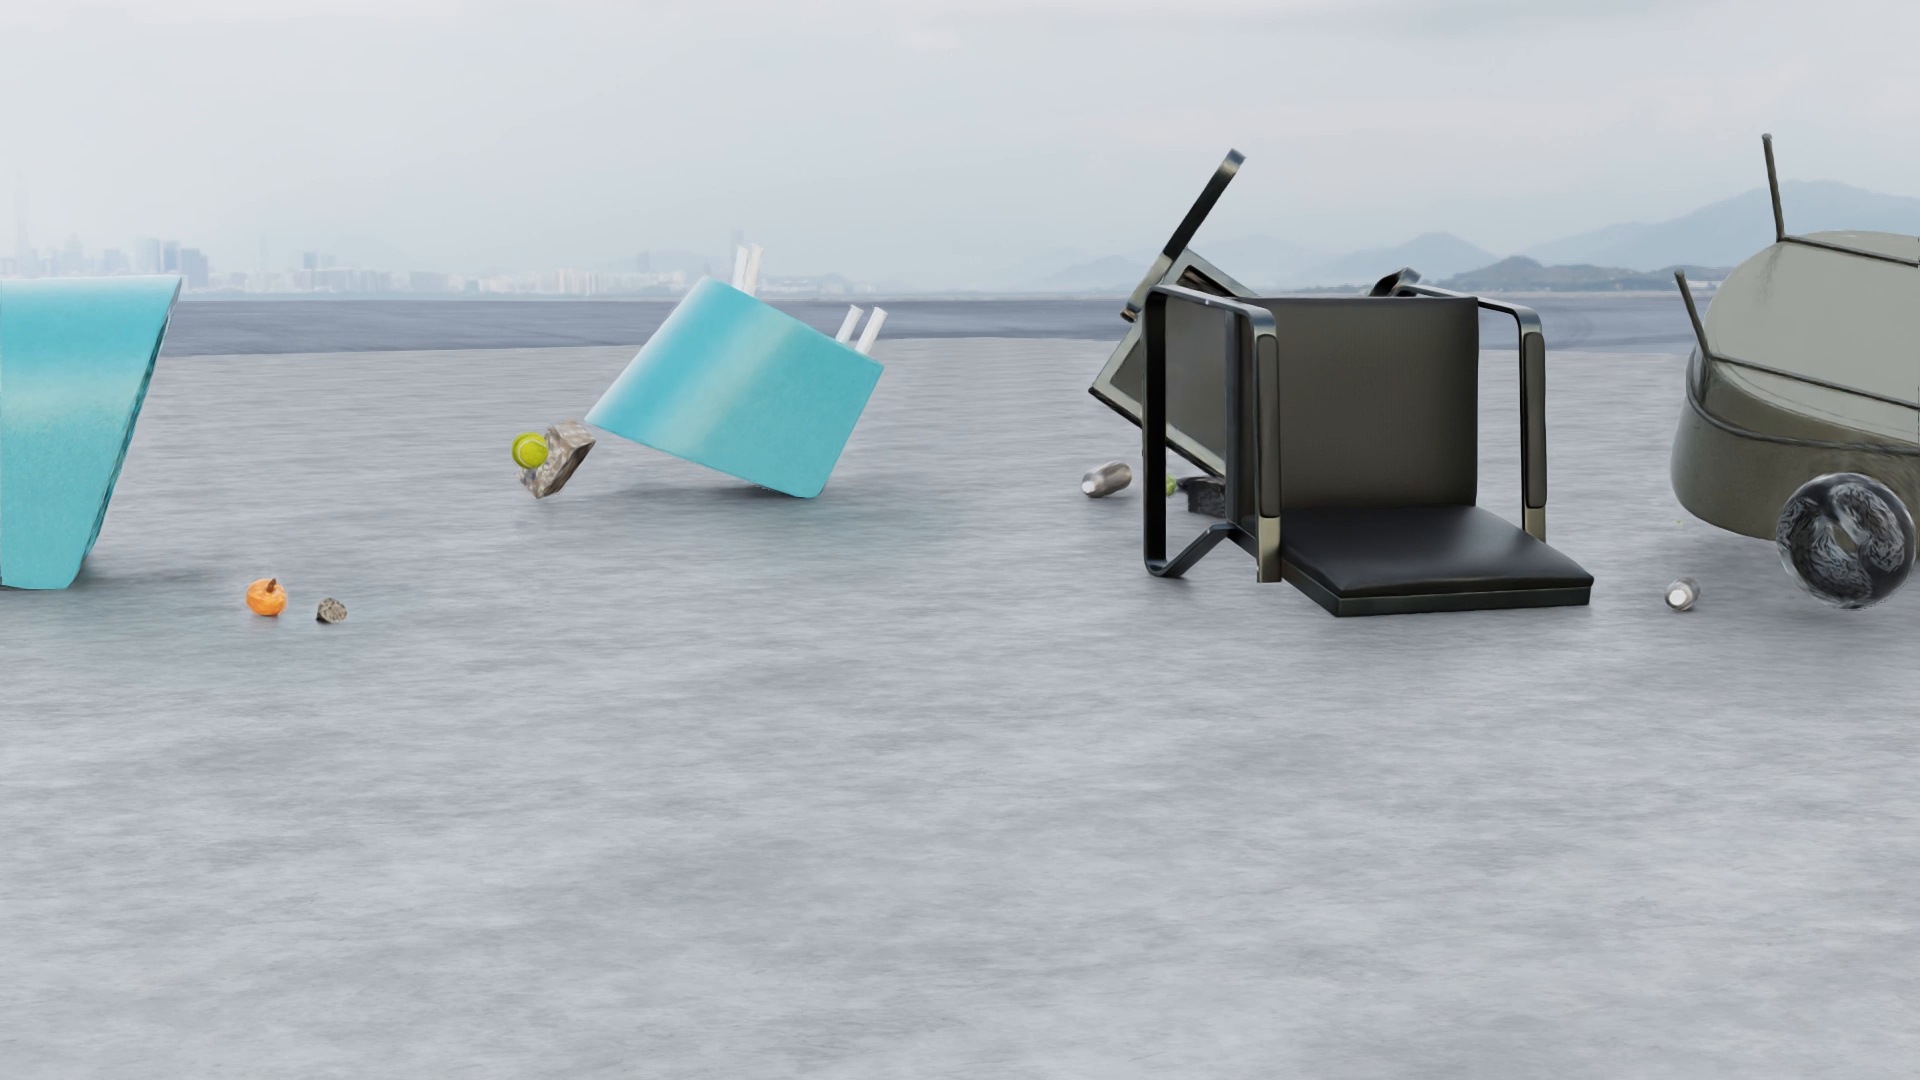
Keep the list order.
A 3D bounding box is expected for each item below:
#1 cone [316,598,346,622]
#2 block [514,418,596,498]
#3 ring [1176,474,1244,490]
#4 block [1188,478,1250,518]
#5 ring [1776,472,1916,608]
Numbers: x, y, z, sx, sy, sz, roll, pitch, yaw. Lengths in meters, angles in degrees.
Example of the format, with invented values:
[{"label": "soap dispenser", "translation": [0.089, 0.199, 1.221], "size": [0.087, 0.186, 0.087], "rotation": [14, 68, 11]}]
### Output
[{"label": "cone", "translation": [-1.216, 0.144, 4.906], "size": [0.062, 0.047, 0.063], "rotation": [16, -28, -40]}, {"label": "block", "translation": [-1.194, -0.240, 7.577], "size": [0.099, 0.209, 0.127], "rotation": [43, 24, 8]}, {"label": "ring", "translation": [0.773, -0.179, 7.915], "size": [0.201, 0.043, 0.276], "rotation": [-1, 3, 27]}, {"label": "block", "translation": [0.714, -0.117, 7.087], "size": [0.093, 0.094, 0.205], "rotation": [-2, 6, -20]}, {"label": "ring", "translation": [1.677, 0.002, 4.862], "size": [0.104, 0.262, 0.375], "rotation": [-30, -12, -17]}]
